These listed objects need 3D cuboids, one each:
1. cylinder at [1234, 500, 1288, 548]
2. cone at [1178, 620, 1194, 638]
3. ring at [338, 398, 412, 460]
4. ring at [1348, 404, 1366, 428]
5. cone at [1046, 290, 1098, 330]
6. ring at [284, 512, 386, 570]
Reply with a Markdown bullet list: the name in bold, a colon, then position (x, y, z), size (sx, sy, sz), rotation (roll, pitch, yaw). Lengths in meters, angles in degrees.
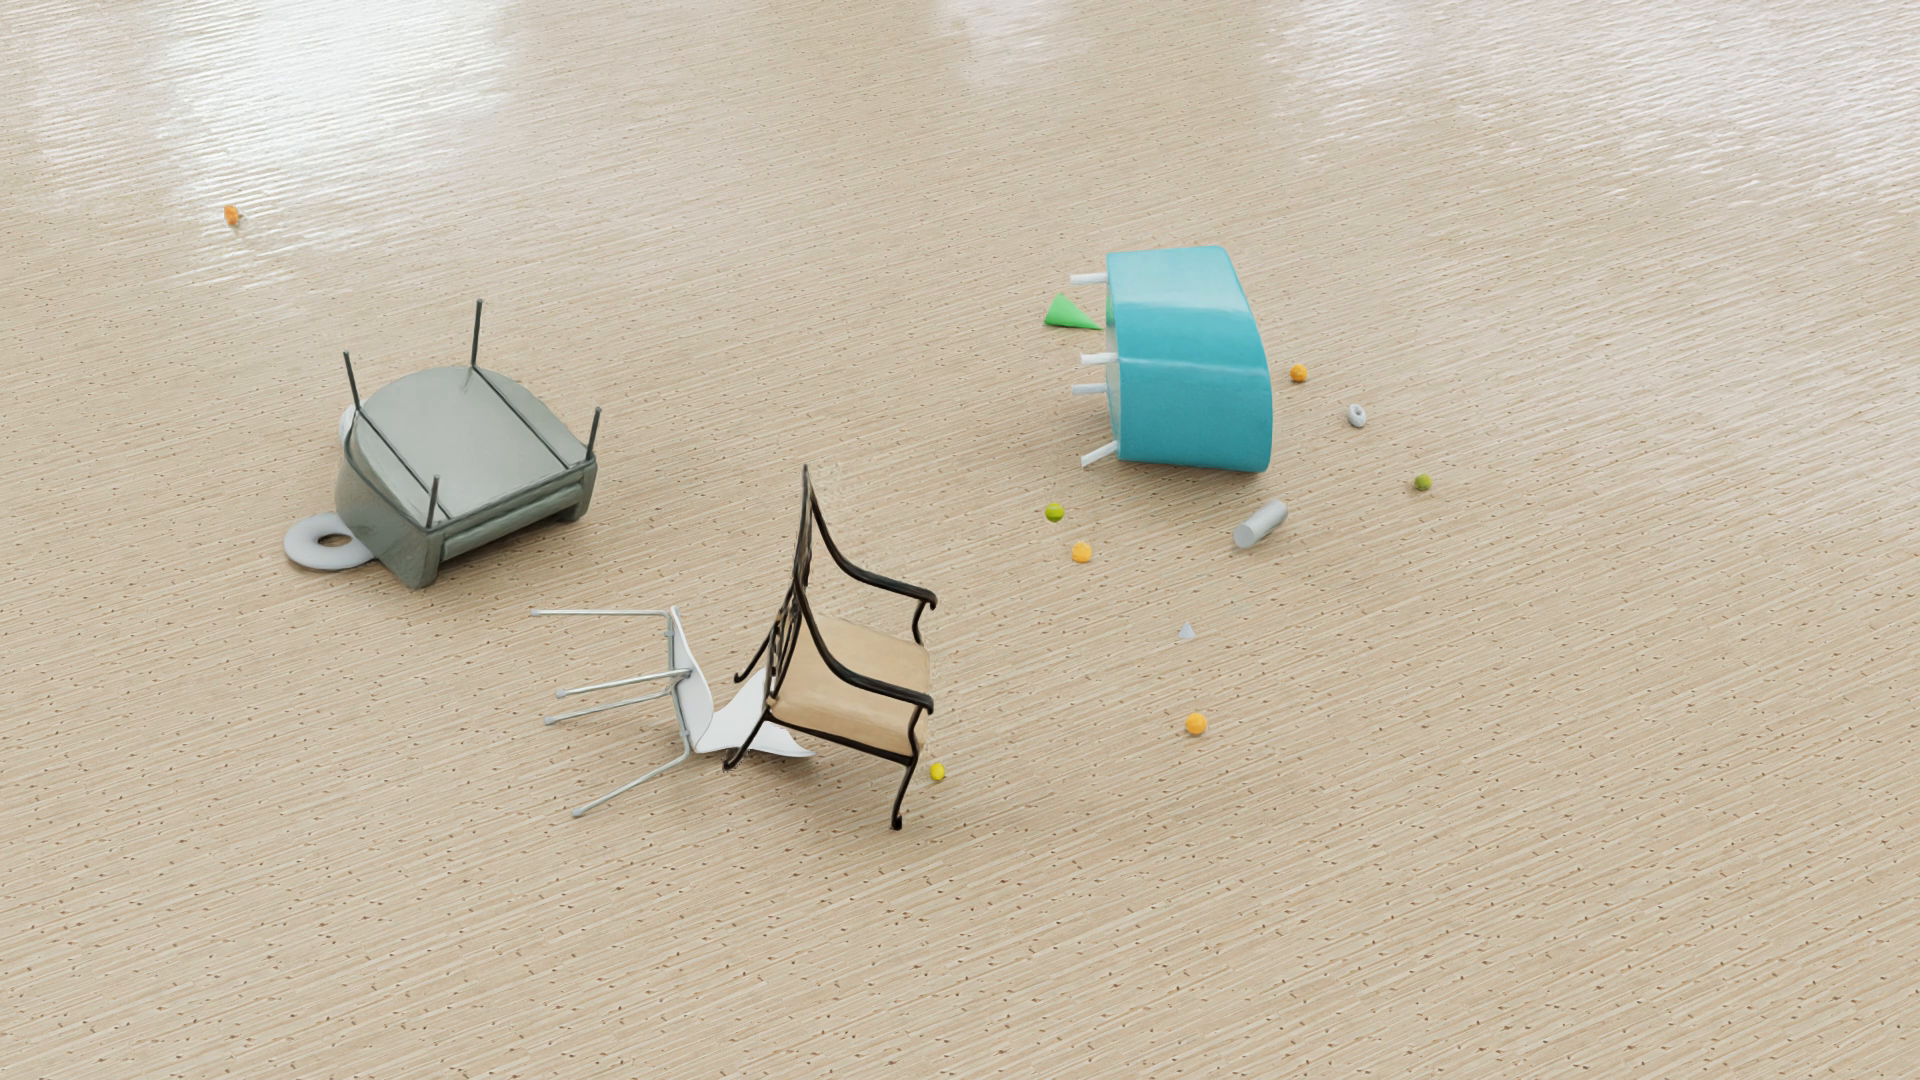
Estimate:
- **cylinder**: position (1.122, -0.058, 10.936), size (0.085, 0.109, 0.219), rotation (43, 48, 15)
- **cone**: position (0.806, 0.310, 10.416), size (0.062, 0.063, 0.047), rotation (-6, 34, -10)
- **ring**: position (-2.290, -0.436, 11.477), size (0.282, 0.146, 0.316), rotation (-8, 36, -10)
- **ring**: position (1.576, -0.495, 11.653), size (0.068, 0.048, 0.133), rotation (-2, 35, -7)
- **cone**: position (0.497, -0.928, 12.297), size (0.241, 0.106, 0.151), rotation (28, 65, 2)
- **ring**: position (-2.319, 0.002, 10.881), size (0.378, 0.059, 0.373), rotation (-4, 33, -12)
